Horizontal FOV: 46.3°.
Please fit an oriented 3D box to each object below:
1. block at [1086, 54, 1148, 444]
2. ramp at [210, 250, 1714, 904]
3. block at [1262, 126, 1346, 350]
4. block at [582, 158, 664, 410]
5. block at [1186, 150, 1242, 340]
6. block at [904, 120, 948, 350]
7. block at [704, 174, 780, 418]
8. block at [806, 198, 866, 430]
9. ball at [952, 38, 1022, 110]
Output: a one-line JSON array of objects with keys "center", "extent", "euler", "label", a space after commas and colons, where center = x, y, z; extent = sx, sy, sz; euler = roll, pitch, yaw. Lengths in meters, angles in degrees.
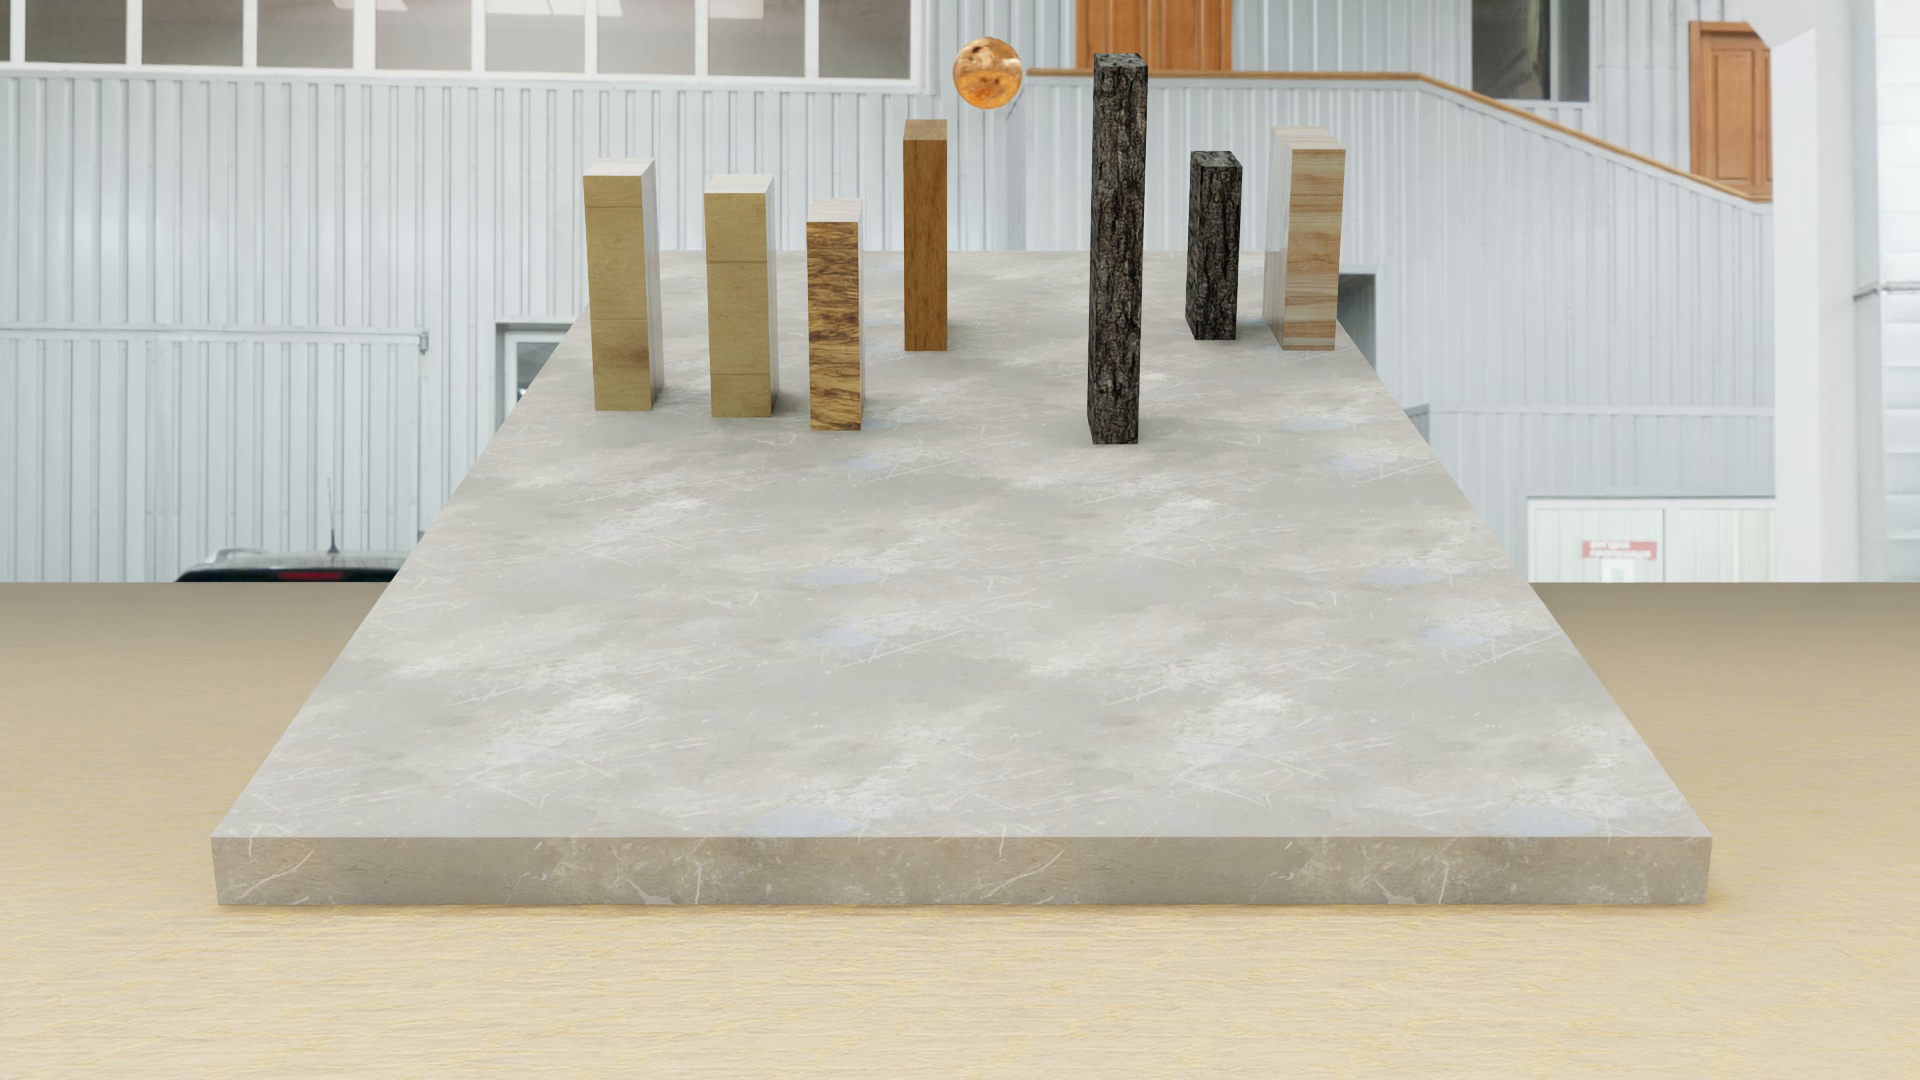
[{"center": [0.331, -0.617, 4.765], "extent": [0.095, 0.792, 0.240], "euler": [0, 19, 0], "label": "block"}, {"center": [-0.004, -0.192, 4.899], "extent": [2.000, 0.100, 4.000], "euler": [0, 19, 0], "label": "ramp"}, {"center": [0.866, -0.770, 5.686], "extent": [0.129, 0.498, 0.393], "euler": [0, 19, 0], "label": "block"}, {"center": [-0.755, -0.579, 5.064], "extent": [0.126, 0.527, 0.243], "euler": [0, 19, 0], "label": "block"}, {"center": [0.646, -0.755, 5.735], "extent": [0.103, 0.438, 0.254], "euler": [0, 19, 0], "label": "block"}, {"center": [-0.085, -0.773, 5.655], "extent": [0.106, 0.521, 0.355], "euler": [0, 19, 0], "label": "block"}, {"center": [-0.485, -0.547, 5.014], "extent": [0.132, 0.499, 0.247], "euler": [0, 19, 0], "label": "block"}, {"center": [-0.270, -0.500, 4.939], "extent": [0.109, 0.457, 0.284], "euler": [0, 19, 0], "label": "block"}, {"center": [0.083, -1.391, 6.687], "extent": [0.210, 0.210, 0.210], "euler": [0, -1, 0], "label": "ball"}]
